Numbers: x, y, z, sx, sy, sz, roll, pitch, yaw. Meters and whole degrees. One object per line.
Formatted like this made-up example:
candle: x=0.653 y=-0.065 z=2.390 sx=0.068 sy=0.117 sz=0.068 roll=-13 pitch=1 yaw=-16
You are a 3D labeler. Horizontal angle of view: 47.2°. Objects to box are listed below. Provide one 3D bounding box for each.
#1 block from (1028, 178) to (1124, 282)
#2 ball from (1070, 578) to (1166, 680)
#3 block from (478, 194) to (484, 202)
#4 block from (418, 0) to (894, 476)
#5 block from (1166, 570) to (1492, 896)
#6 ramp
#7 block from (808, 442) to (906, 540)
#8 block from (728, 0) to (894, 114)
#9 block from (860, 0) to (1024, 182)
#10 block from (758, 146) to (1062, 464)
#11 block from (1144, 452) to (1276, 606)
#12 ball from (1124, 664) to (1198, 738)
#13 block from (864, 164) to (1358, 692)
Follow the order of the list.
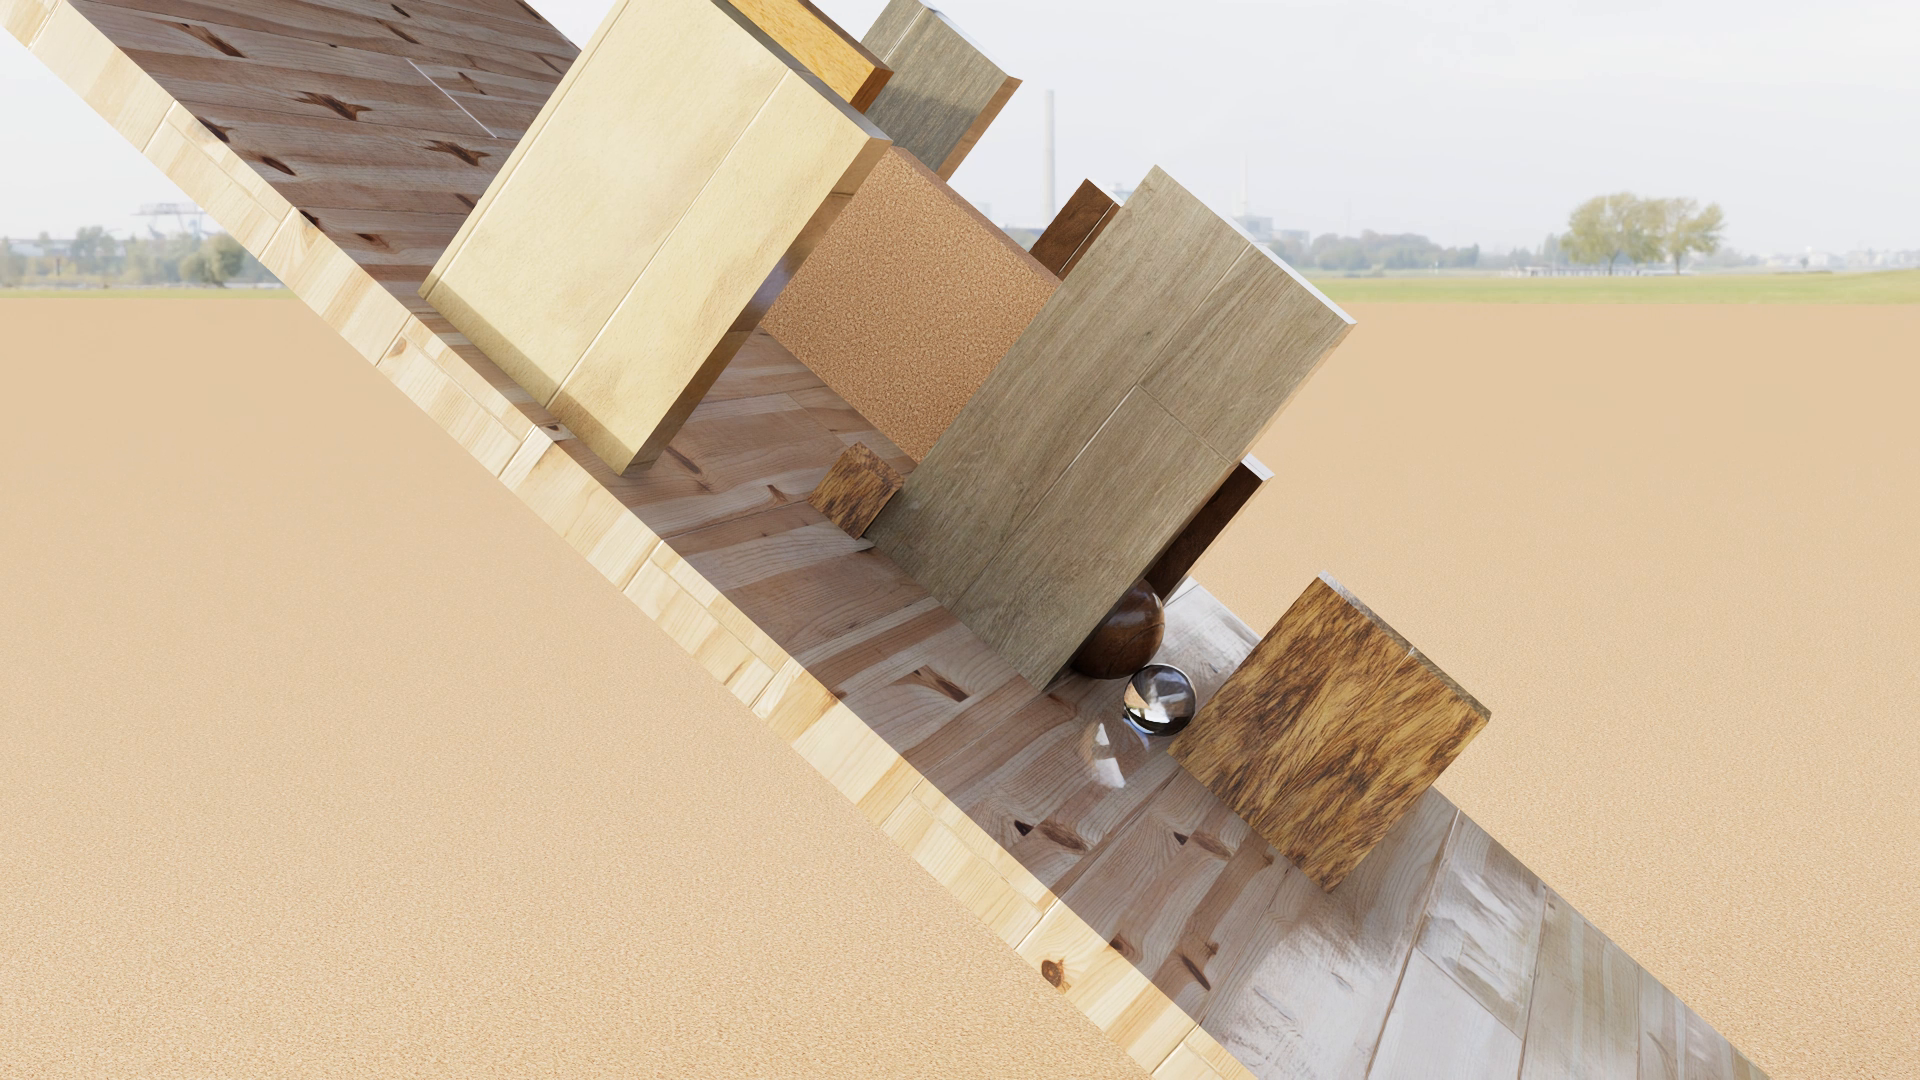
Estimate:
block: x=0.244 y=-0.427 z=4.689 sx=0.372 sy=0.570 sz=0.098 roll=41 pitch=16 yaw=9
ball: x=0.258 y=0.144 z=3.839 sx=0.200 sy=0.200 sz=0.200 roll=0 pitch=7 yaw=0
block: x=-0.718 y=-0.537 z=3.629 sx=0.114 sy=0.114 sz=0.114 roll=38 pitch=-26 yaw=-2
block: x=-0.451 y=-0.467 z=3.198 sx=0.420 sy=0.617 sz=0.101 roll=41 pitch=16 yaw=9
block: x=0.629 y=0.329 z=3.771 sx=0.371 sy=0.408 sz=0.085 roll=41 pitch=16 yaw=9
ramp: x=-0.007 y=0.056 z=4.043 sx=4.000 sy=0.100 sz=2.000 roll=41 pitch=16 yaw=9
block: x=-0.171 y=-0.083 z=3.688 sx=0.107 sy=0.107 sz=0.107 roll=39 pitch=16 yaw=1
block: x=-0.413 y=-0.596 z=3.589 sx=0.277 sy=0.638 sz=0.094 roll=41 pitch=16 yaw=9
block: x=-0.188 y=-0.805 z=4.633 sx=0.297 sy=0.645 sz=0.115 roll=41 pitch=16 yaw=9
block: x=-0.088 y=-0.452 z=4.278 sx=0.449 sy=0.434 sz=0.114 roll=41 pitch=16 yaw=9
block: x=0.314 y=-0.028 z=3.975 sx=0.266 sy=0.451 sz=0.129 roll=41 pitch=16 yaw=9
ball: x=0.346 y=0.277 z=3.803 sx=0.127 sy=0.127 sz=0.127 roll=0 pitch=7 yaw=0
block: x=0.238 y=-0.179 z=3.614 sx=0.399 sy=0.784 sz=0.114 roll=41 pitch=16 yaw=9
